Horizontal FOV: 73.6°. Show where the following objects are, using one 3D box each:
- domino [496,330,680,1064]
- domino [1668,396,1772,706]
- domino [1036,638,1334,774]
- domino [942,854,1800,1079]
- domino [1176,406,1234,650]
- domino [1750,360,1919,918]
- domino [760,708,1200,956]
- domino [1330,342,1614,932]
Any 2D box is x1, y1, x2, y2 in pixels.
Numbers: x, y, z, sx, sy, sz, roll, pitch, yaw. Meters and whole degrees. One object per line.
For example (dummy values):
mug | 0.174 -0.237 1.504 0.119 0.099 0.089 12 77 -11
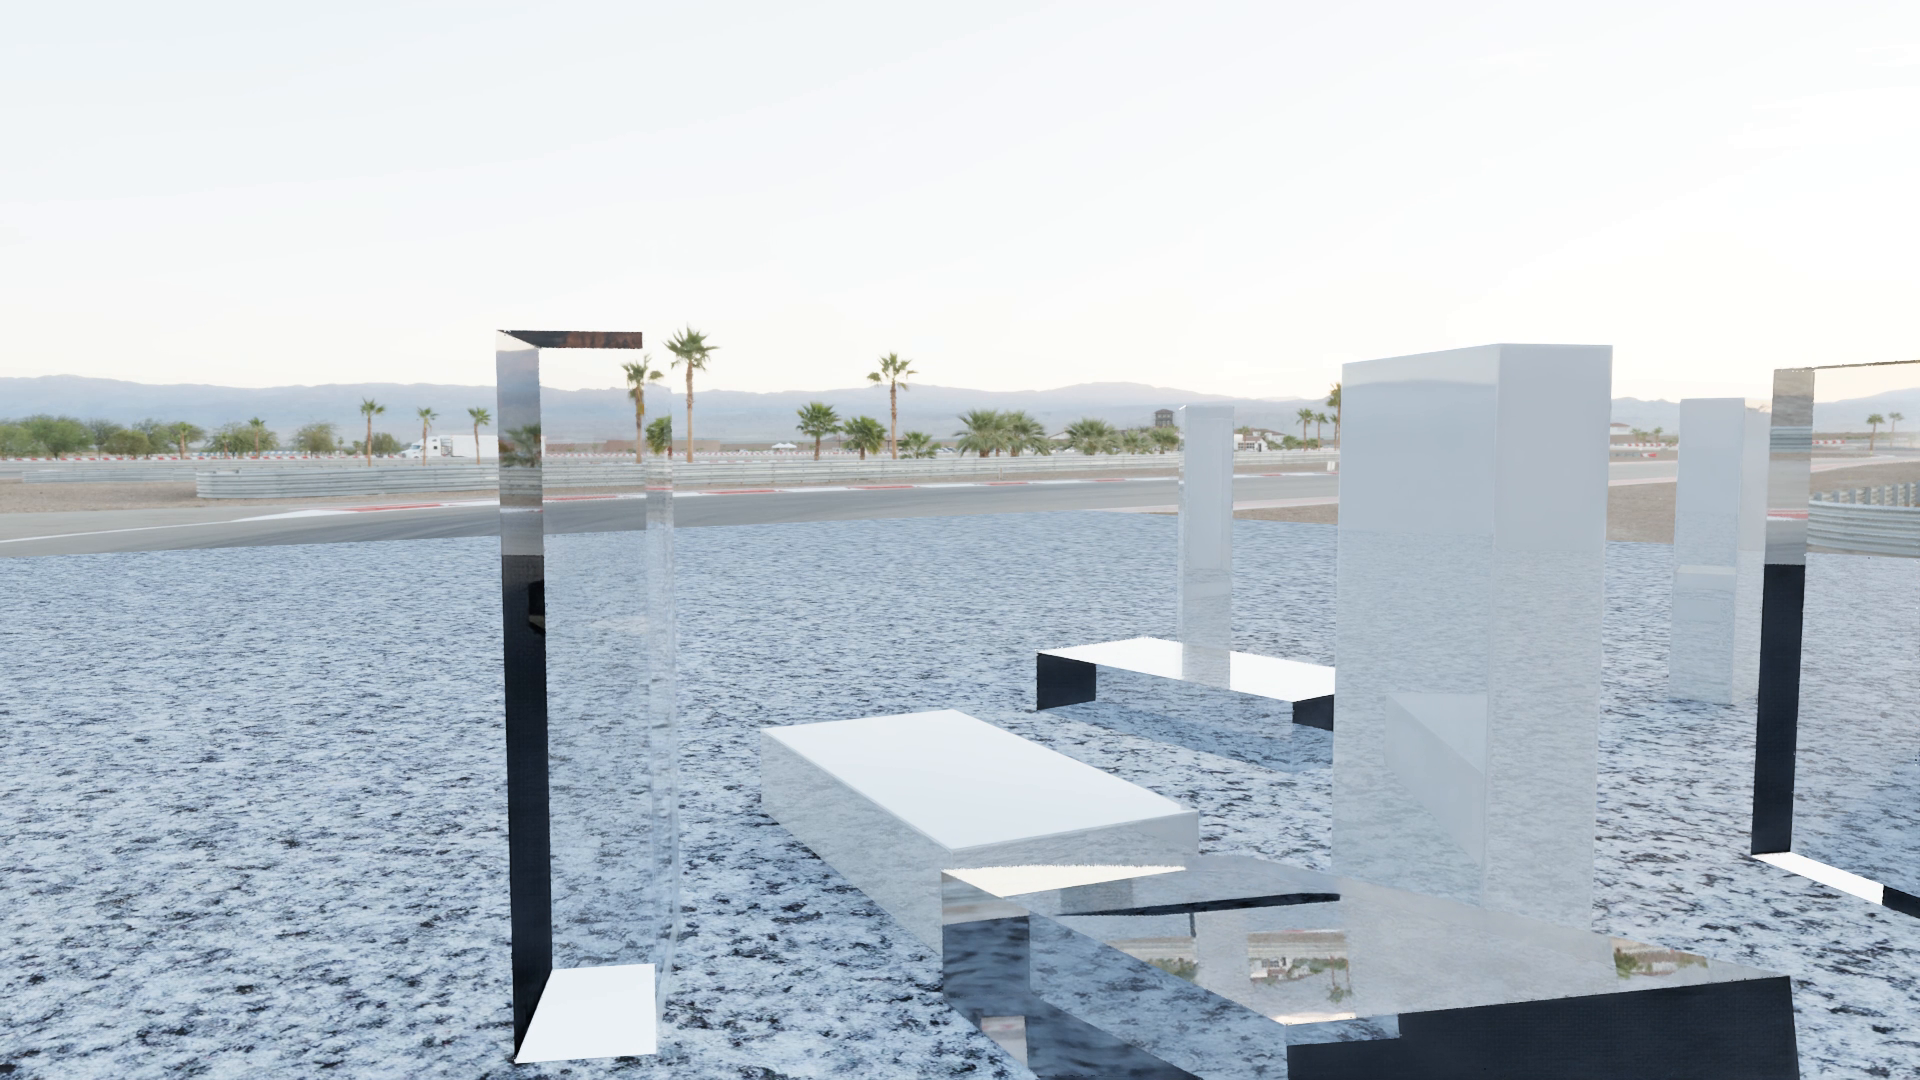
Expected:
domino | -0.028 0.010 0.099 0.010 0.050 0.025 -1 4 -8
domino | 0.132 0.001 0.219 0.025 0.050 0.009 -4 6 -42
domino | 0.037 0.023 0.192 0.025 0.010 0.050 -3 5 -37
domino | 0.018 0.027 0.076 0.025 0.009 0.050 1 -8 -16
domino | 0.050 -0.002 0.265 0.009 0.050 0.025 1 4 7
domino | 0.089 0.009 0.120 0.010 0.050 0.025 -1 4 -14
domino | -0.001 0.028 0.133 0.025 0.009 0.050 -2 5 -26
domino | 0.043 0.009 0.111 0.010 0.050 0.025 -1 4 -10
